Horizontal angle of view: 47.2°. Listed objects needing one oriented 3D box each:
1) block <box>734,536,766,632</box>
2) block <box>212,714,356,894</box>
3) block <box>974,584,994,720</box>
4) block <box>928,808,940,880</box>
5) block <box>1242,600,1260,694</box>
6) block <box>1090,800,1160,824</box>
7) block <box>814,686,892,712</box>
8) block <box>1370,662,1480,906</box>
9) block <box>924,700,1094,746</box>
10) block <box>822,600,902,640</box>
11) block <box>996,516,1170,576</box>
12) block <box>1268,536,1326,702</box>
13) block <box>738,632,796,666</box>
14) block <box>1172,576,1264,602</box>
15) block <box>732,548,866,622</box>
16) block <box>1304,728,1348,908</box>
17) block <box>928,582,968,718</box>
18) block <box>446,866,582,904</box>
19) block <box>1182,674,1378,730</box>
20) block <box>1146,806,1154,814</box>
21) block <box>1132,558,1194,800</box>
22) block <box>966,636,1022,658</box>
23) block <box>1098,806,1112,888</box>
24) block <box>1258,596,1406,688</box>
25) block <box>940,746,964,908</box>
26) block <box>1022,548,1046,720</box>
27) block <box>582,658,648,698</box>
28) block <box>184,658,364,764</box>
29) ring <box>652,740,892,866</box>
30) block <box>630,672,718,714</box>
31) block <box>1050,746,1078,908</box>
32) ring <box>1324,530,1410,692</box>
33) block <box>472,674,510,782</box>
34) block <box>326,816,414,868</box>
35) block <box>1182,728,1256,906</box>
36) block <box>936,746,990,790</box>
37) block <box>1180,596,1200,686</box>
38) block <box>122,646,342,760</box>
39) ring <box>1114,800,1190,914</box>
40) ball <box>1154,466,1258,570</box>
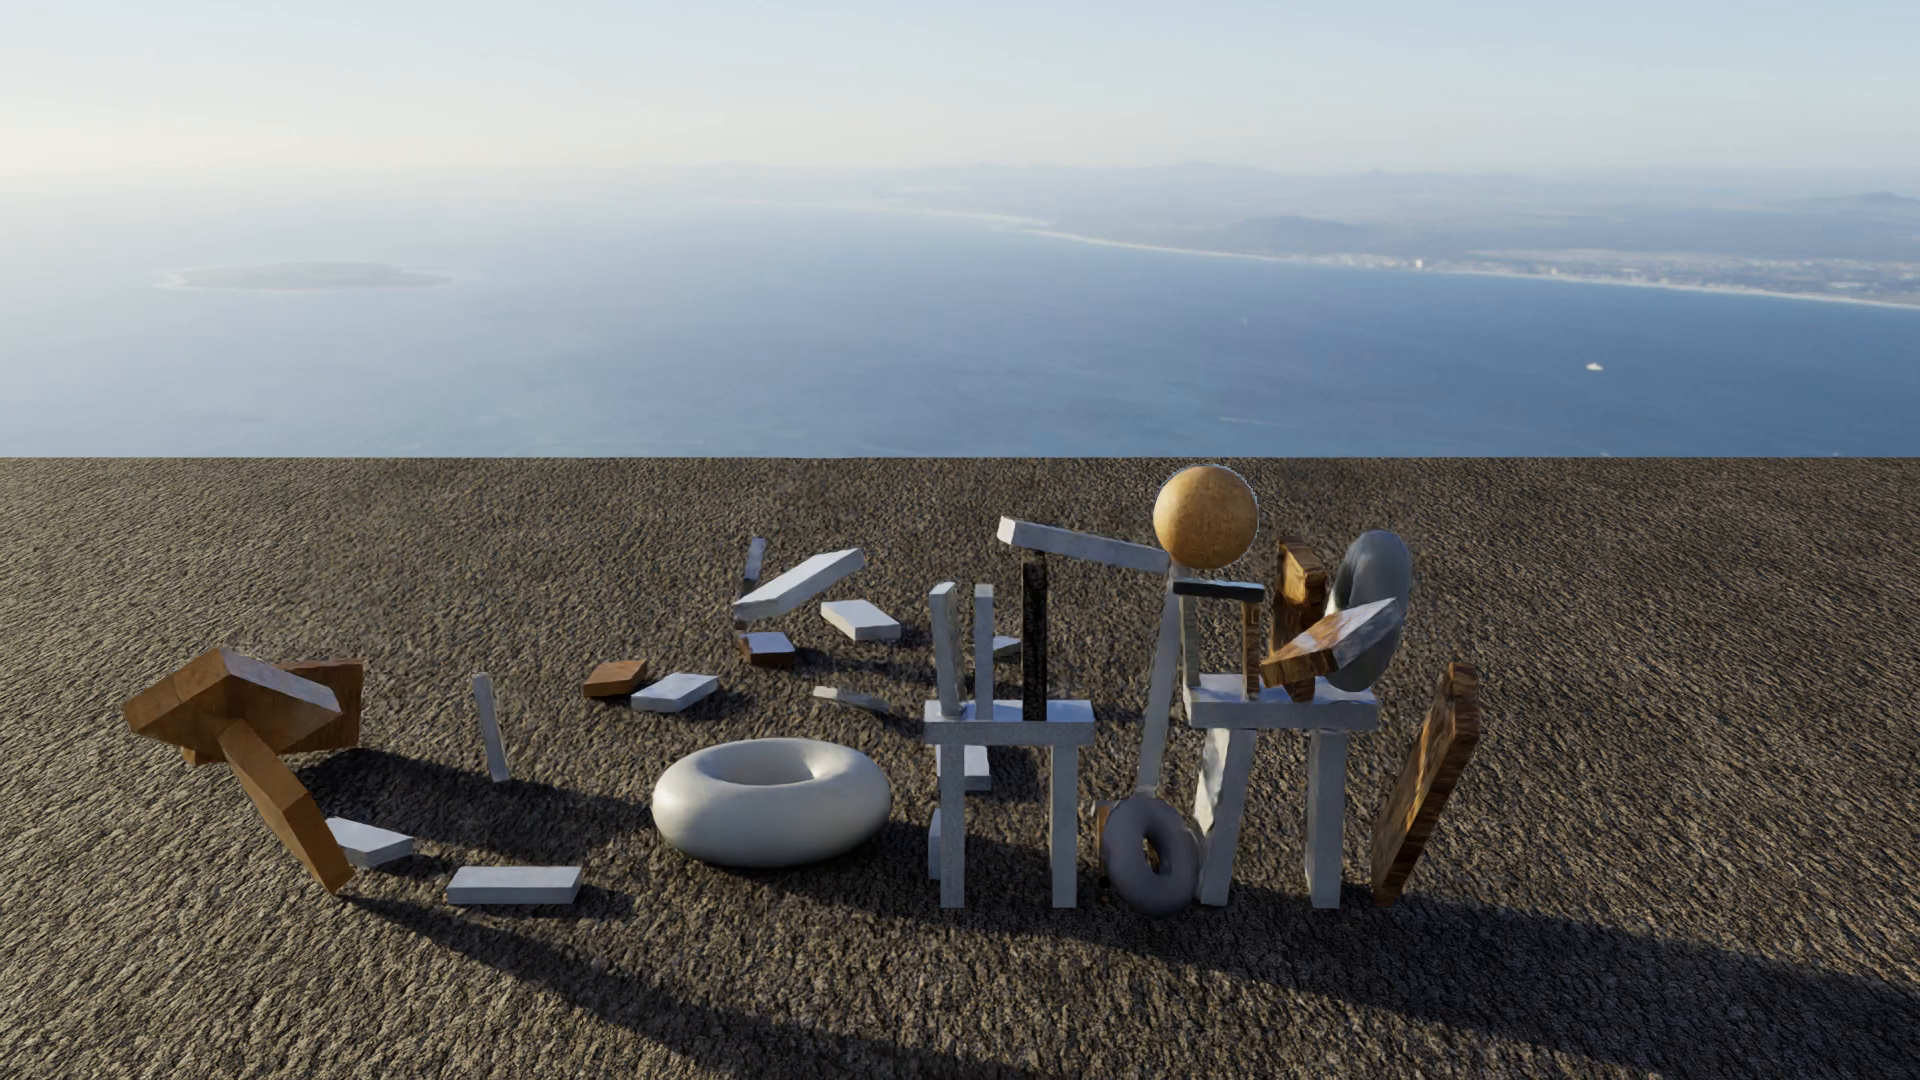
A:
[{"bbox_3d":[-0.512,0.109,5.358,0.034,0.121,0.241,12,-34,-5],"label":"block"},{"bbox_3d":[-1.084,0.431,3.541,0.050,0.367,0.176,-40,70,-22],"label":"block"},{"bbox_3d":[0.039,0.182,3.590,0.029,0.202,0.101,0,11,0],"label":"block"},{"bbox_3d":[-0.038,0.525,3.807,0.022,0.077,0.155,1,11,4],"label":"block"},{"bbox_3d":[0.475,0.171,3.590,0.021,0.146,0.073,-2,9,2],"label":"block"},{"bbox_3d":[0.287,0.464,3.750,0.123,0.017,0.062,1,-29,-3],"label":"block"},{"bbox_3d":[-0.233,0.345,4.749,0.155,0.022,0.077,19,-14,-41],"label":"block"},{"bbox_3d":[0.712,0.389,3.399,0.034,0.120,0.583,5,-34,0],"label":"block"},{"bbox_3d":[0.080,0.300,3.616,0.275,0.039,0.138,0,11,0],"label":"block"},{"bbox_3d":[-0.256,0.205,5.650,0.121,0.034,0.313,-4,11,-19],"label":"block"},{"bbox_3d":[0.200,0.009,3.584,0.259,0.037,0.130,11,3,-10],"label":"block"},{"bbox_3d":[0.542,0.127,3.538,0.034,0.239,0.120,-6,31,-11],"label":"block"},{"bbox_3d":[-0.469,0.264,5.340,0.109,0.031,0.218,-3,11,-13],"label":"block"},{"bbox_3d":[0.421,0.080,3.586,0.146,0.021,0.073,5,5,5],"label":"block"},{"bbox_3d":[-0.300,0.082,4.102,0.121,0.034,0.241,-9,16,42],"label":"block"},{"bbox_3d":[0.604,0.439,3.635,0.043,0.301,0.150,1,14,3],"label":"block"},{"bbox_3d":[-0.019,0.178,3.596,0.029,0.203,0.101,-5,8,9],"label":"block"},{"bbox_3d":[-0.741,0.576,3.667,0.205,0.029,0.103,0,11,0],"label":"block"},{"bbox_3d":[0.524,0.265,3.617,0.301,0.043,0.150,1,14,1],"label":"block"},{"bbox_3d":[0.325,0.516,3.698,0.017,0.123,0.062,0,-28,0],"label":"block"},{"bbox_3d":[0.358,0.240,3.845,0.037,0.433,0.130,9,-2,7],"label":"block"},{"bbox_3d":[0.089,0.262,5.360,0.077,0.022,0.155,7,11,32],"label":"block"},{"bbox_3d":[0.243,0.516,3.699,0.017,0.123,0.062,0,-29,0],"label":"block"},{"bbox_3d":[0.532,0.145,3.135,0.120,0.034,0.239,-18,5,37],"label":"block"},{"bbox_3d":[-0.012,0.454,3.645,0.039,0.275,0.138,0,11,0],"label":"block"},{"bbox_3d":[0.121,0.153,3.591,0.037,0.259,0.130,0,11,0],"label":"block"},{"bbox_3d":[-0.786,0.315,5.023,0.109,0.031,0.218,-6,9,2],"label":"block"},{"bbox_3d":[-1.372,0.340,4.409,0.353,0.176,0.050,-3,14,-45],"label":"block"},{"bbox_3d":[-0.337,0.468,3.946,0.429,0.143,0.429,-1,11,0],"label":"ring"},{"bbox_3d":[-0.637,0.341,4.923,0.109,0.031,0.218,3,11,18],"label":"block"},{"bbox_3d":[0.171,0.454,3.645,0.039,0.275,0.138,0,11,0],"label":"block"},{"bbox_3d":[0.652,0.114,3.541,0.089,0.268,0.268,15,11,-1],"label":"ring"},{"bbox_3d":[-0.911,0.364,4.271,0.029,0.205,0.103,-12,0,-10],"label":"block"},{"bbox_3d":[-1.076,0.534,3.890,0.205,0.029,0.103,7,13,34],"label":"block"},{"bbox_3d":[0.430,0.439,3.652,0.043,0.301,0.150,7,10,-7],"label":"block"},{"bbox_3d":[0.003,0.437,4.412,0.101,0.029,0.340,0,11,-2],"label":"block"},{"bbox_3d":[0.375,0.166,3.586,0.021,0.146,0.073,-3,-4,2],"label":"block"},{"bbox_3d":[-1.151,0.270,3.500,0.176,0.050,0.353,-31,-19,4],"label":"block"},{"bbox_3d":[0.311,0.515,3.581,0.067,0.202,0.202,26,13,3],"label":"ring"},{"bbox_3d":[0.409,-0.038,3.666,0.173,0.173,0.173,0,11,0],"label":"ball"}]
